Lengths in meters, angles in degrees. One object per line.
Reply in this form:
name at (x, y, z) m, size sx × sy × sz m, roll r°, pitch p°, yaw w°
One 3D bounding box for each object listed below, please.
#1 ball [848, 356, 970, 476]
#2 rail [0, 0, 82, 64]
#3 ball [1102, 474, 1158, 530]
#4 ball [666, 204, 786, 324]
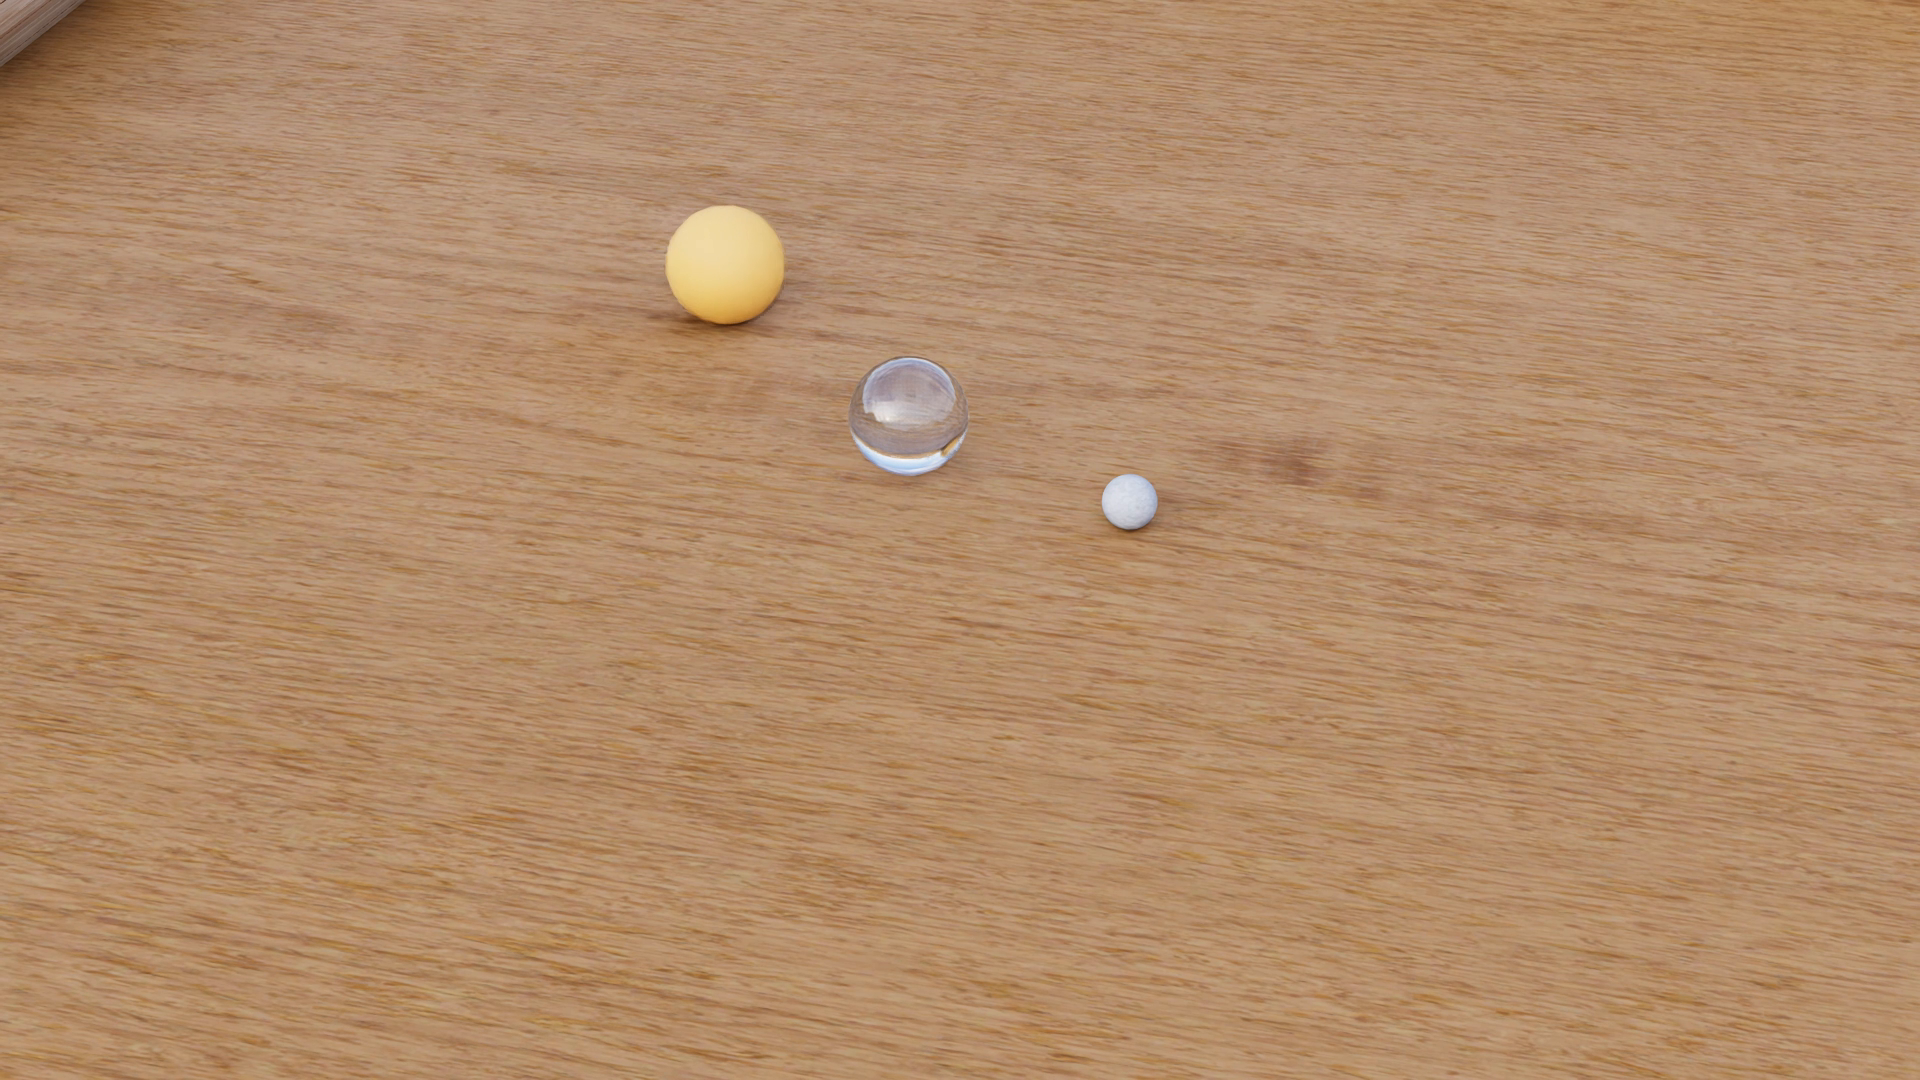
ball at (-0.038, -0.092, 1.895) m, size 0.089 × 0.089 × 0.089 m, roll 0°, pitch 35°, yaw 0°
rail at (-1.053, -0.168, 1.971) m, size 0.045 × 0.125 × 2.595 m, roll 8°, pitch 36°, yaw 11°
ball at (0.122, -0.027, 1.845) m, size 0.040 × 0.040 × 0.040 m, roll 0°, pitch 35°, yaw 0°
ball at (-0.190, -0.223, 2.075) m, size 0.096 × 0.096 × 0.096 m, roll 0°, pitch 35°, yaw 0°
